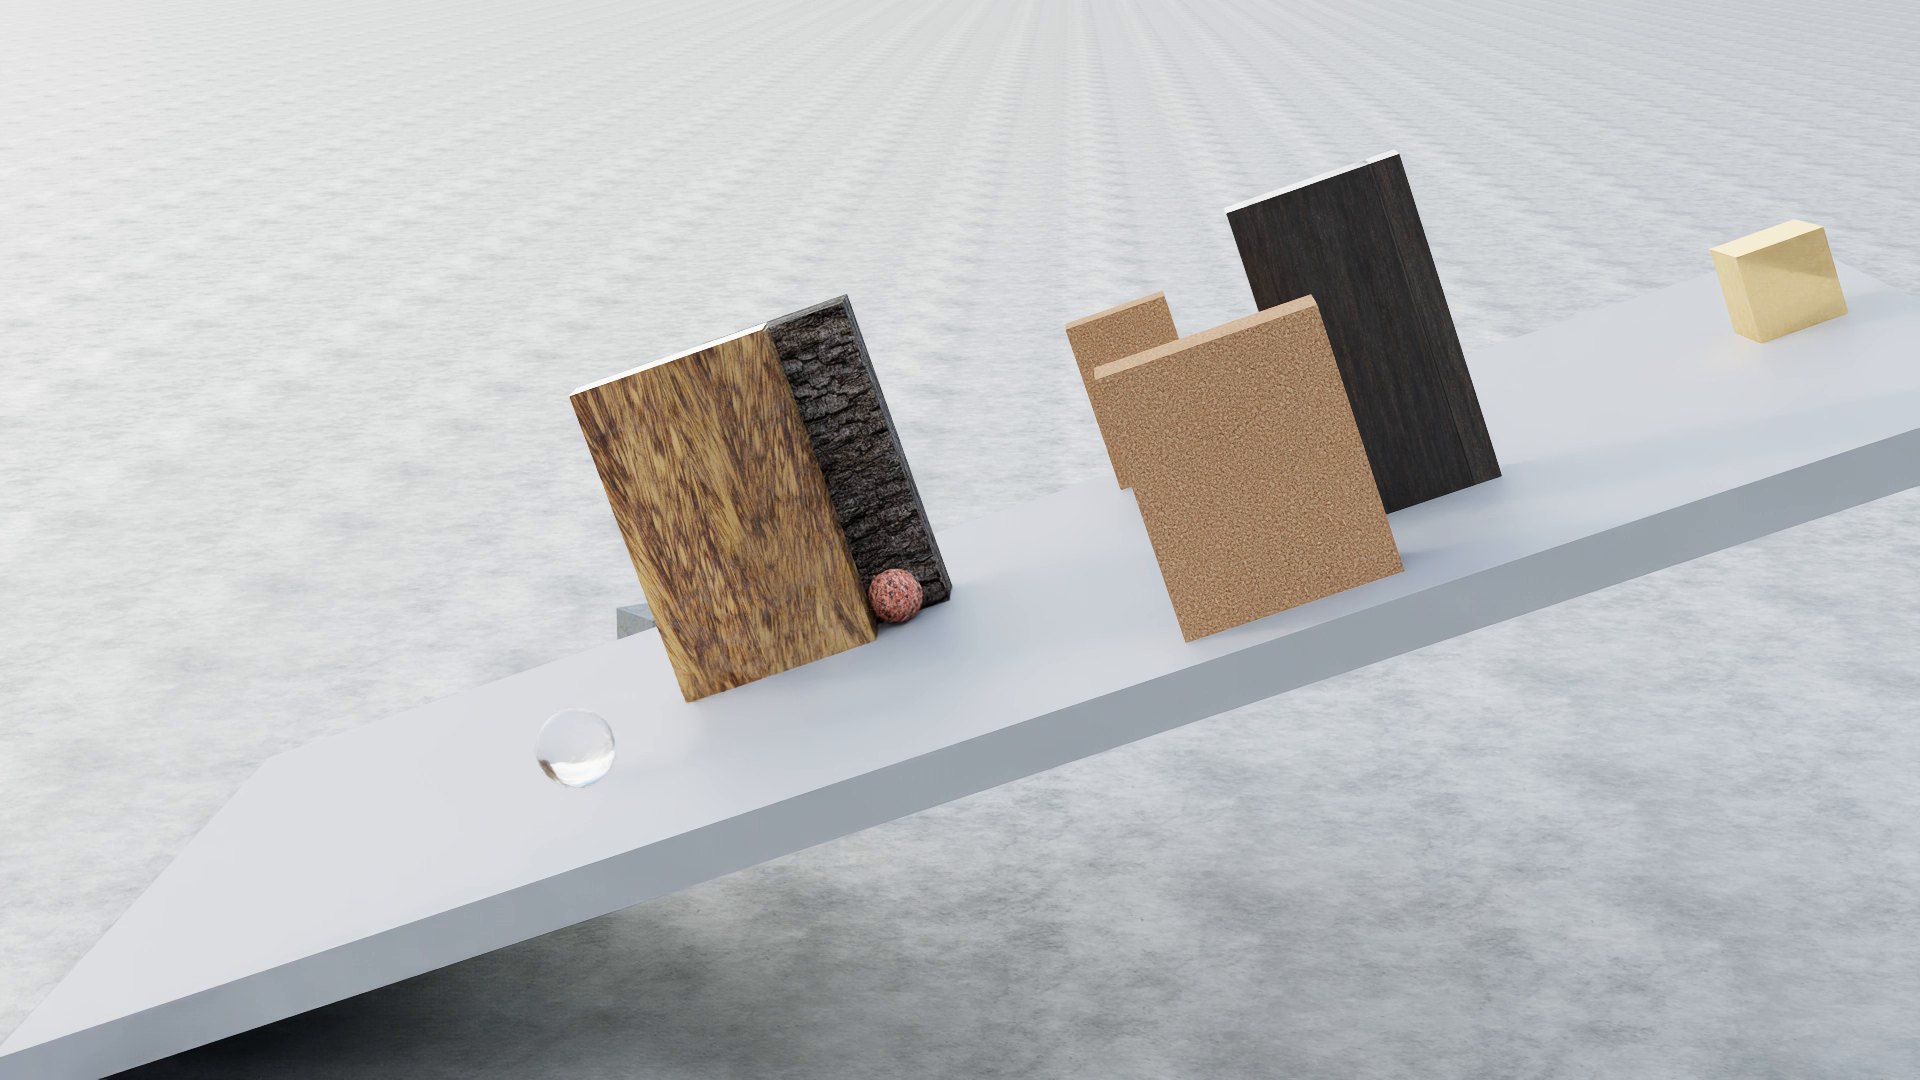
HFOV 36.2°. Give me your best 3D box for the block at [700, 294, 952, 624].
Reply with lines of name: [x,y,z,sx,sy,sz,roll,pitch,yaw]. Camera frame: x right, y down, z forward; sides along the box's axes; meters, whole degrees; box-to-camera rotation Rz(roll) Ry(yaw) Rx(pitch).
block: [-0.299,-0.151,6.515,0.346,0.700,0.147,-19,11,6]

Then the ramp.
ramp: [0.110,0.179,6.302,4.000,0.100,2.000,-19,11,6]

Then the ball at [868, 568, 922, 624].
ball: [-0.141,0.123,6.432,0.121,0.121,0.121,0,12,0]

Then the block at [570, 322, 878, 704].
block: [-0.506,-0.056,6.365,0.439,0.718,0.105,-19,11,6]

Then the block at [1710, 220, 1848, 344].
block: [1.737,-0.550,6.244,0.192,0.192,0.192,-19,11,2]

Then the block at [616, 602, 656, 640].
block: [-0.866,0.299,8.605,0.199,0.199,0.199,-9,15,-36]

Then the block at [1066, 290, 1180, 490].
block: [0.433,-0.357,7.006,0.245,0.408,0.099,-19,11,6]

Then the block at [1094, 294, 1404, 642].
block: [0.533,-0.132,5.442,0.423,0.521,0.138,-19,11,6]

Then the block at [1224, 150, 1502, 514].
block: [0.800,-0.393,5.842,0.353,0.675,0.096,-19,11,6]

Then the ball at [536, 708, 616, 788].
ball: [-0.782,0.423,5.984,0.162,0.162,0.162,0,12,0]
